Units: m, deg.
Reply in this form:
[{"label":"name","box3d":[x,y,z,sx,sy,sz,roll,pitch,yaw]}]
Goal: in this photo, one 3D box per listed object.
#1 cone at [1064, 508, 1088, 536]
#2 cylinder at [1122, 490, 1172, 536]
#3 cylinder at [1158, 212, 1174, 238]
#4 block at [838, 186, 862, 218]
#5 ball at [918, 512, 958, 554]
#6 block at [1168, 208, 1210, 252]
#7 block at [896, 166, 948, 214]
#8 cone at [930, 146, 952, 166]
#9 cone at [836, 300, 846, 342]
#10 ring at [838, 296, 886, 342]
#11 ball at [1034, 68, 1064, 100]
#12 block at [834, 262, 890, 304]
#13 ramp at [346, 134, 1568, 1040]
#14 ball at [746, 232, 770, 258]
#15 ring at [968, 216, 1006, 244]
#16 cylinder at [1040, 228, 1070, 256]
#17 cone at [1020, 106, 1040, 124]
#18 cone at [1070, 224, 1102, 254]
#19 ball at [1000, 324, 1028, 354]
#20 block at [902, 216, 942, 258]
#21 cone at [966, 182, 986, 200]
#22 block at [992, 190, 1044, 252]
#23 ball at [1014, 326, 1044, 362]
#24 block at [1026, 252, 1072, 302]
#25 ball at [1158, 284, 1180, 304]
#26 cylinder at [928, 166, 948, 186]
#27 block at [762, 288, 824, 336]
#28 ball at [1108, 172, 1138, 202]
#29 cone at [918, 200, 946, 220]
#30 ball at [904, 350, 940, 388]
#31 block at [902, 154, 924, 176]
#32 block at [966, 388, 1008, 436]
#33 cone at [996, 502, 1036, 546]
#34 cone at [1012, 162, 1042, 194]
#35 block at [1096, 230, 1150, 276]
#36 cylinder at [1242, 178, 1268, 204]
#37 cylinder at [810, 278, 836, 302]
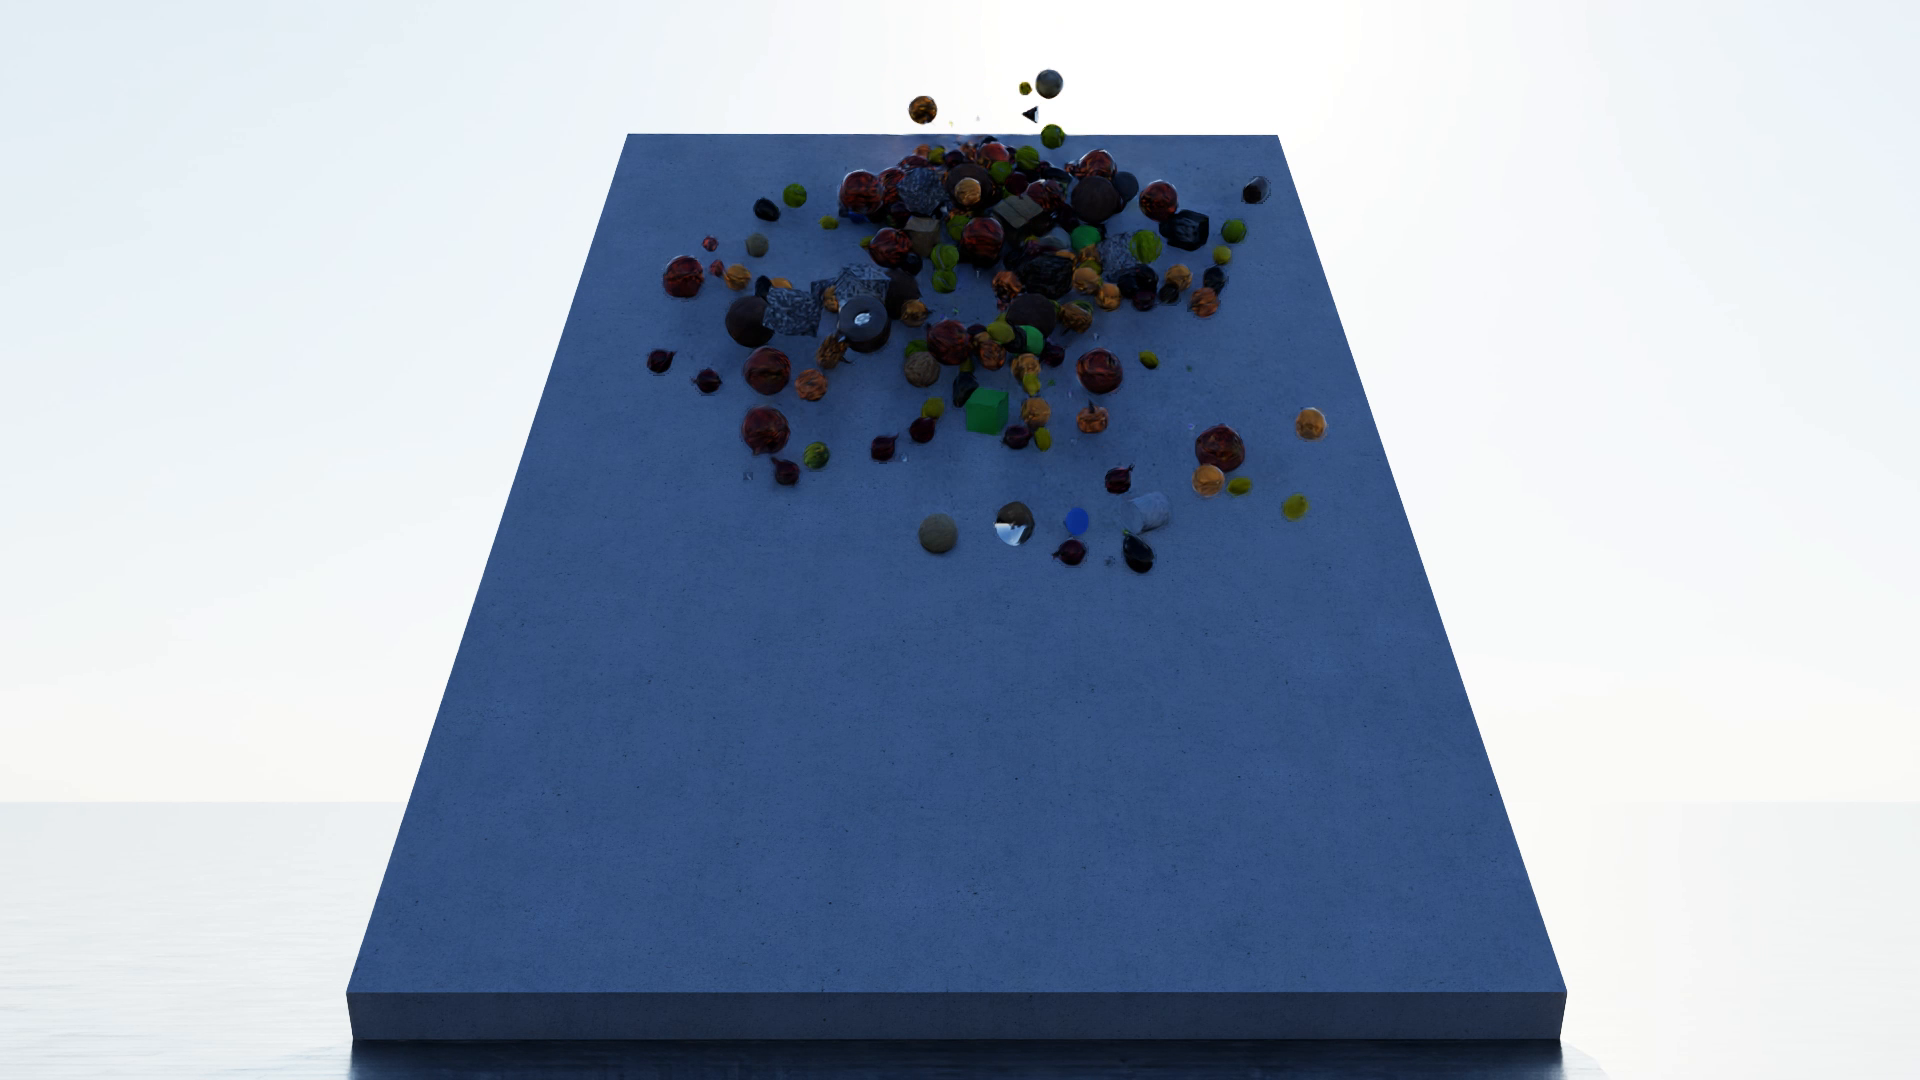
[{"label":"cone","box3d":[0.241,-0.040,5.282,0.060,0.060,0.060,3,-2,-29]},{"label":"cylinder","box3d":[0.407,-0.058,5.263,0.078,0.078,0.078,-26,4,-22]},{"label":"cylinder","box3d":[0.580,-0.877,6.718,0.053,0.053,0.053,-1,29,10]},{"label":"block","box3d":[-0.313,-0.961,6.844,0.069,0.069,0.069,-2,30,-3]},{"label":"ball","box3d":[-0.047,-0.014,5.175,0.088,0.088,0.088,0,-6,0]},{"label":"block","box3d":[0.630,-0.853,6.647,0.080,0.080,0.080,21,37,29]},{"label":"block","box3d":[-0.101,-0.925,6.387,0.082,0.082,0.082,19,-32,45]},{"label":"cone","box3d":[-0.067,-1.134,7.189,0.059,0.059,0.059,-39,1,-10]},{"label":"cone","box3d":[-0.275,-0.512,5.816,0.094,0.094,0.094,29,23,-14]},{"label":"ring","box3d":[-0.232,-0.525,5.719,0.120,0.120,0.040,-1,-26,13]},{"label":"ball","box3d":[0.252,-1.291,6.829,0.086,0.086,0.086,0,-6,0]},{"label":"block","box3d":[-0.244,-0.629,6.007,0.090,0.090,0.090,-6,35,-37]},{"label":"ramp","box3d":[-0.013,-0.211,5.707,2.000,0.100,4.000,0,30,0]},{"label":"ball","box3d":[-0.551,-0.803,6.569,0.068,0.068,0.068,0,-6,0]},{"label":"ring","box3d":[0.071,-0.840,6.546,0.114,0.038,0.114,27,9,-5]},{"label":"cylinder","box3d":[0.261,-0.808,6.580,0.066,0.066,0.066,-2,28,20]},{"label":"cone","box3d":[0.192,-1.197,6.784,0.054,0.054,0.054,5,-5,14]},{"label":"cone","box3d":[0.340,-0.802,6.545,0.085,0.085,0.085,0,23,4]},{"label":"ball","box3d":[0.132,-0.495,5.932,0.070,0.070,0.070,0,-6,0]},{"label":"block","box3d":[-0.104,-0.827,6.593,0.080,0.080,0.080,10,35,16]},{"label":"cone","box3d":[0.053,-1.002,6.887,0.052,0.052,0.052,-9,-10,39]},{"label":"block","box3d":[0.160,-0.869,6.567,0.099,0.099,0.099,-36,-27,-19]},{"label":"ball","box3d":[0.166,-0.489,6.003,0.089,0.089,0.089,0,-6,0]},{"label":"block","box3d":[0.236,-0.694,6.362,0.089,0.089,0.089,18,34,27]},{"label":"ball","box3d":[0.547,-0.643,6.309,0.055,0.055,0.055,0,-6,0]},{"label":"cylinder","box3d":[-0.074,-1.056,7.026,0.053,0.053,0.053,6,18,-46]},{"label":"block","box3d":[-0.402,-0.549,5.816,0.096,0.096,0.096,-1,17,-42]},{"label":"ball","box3d":[0.469,-1.013,6.922,0.087,0.087,0.087,0,-6,0]},{"label":"cone","box3d":[-0.097,-0.915,6.696,0.089,0.089,0.089,4,-7,-31]},{"label":"ball","box3d":[-0.092,-0.415,5.872,0.090,0.090,0.090,0,-6,0]},{"label":"block","box3d":[-0.137,-1.088,7.063,0.055,0.055,0.055,-4,-36,-9]},{"label":"block","box3d":[0.064,-0.303,5.687,0.077,0.077,0.077,11,33,19]},{"label":"cone","box3d":[0.143,-0.034,5.255,0.095,0.095,0.095,-3,-3,30]},{"label":"cone","box3d":[0.215,-1.047,7.020,0.090,0.090,0.090,-4,-4,36]},{"label":"block","box3d":[0.437,-0.767,6.448,0.093,0.093,0.093,-14,-2,-25]},{"label":"cylinder","box3d":[0.849,-1.003,6.931,0.060,0.060,0.060,-4,24,33]},{"label":"cylinder","box3d":[-0.354,-0.650,6.305,0.061,0.061,0.061,-11,-3,-13]}]
